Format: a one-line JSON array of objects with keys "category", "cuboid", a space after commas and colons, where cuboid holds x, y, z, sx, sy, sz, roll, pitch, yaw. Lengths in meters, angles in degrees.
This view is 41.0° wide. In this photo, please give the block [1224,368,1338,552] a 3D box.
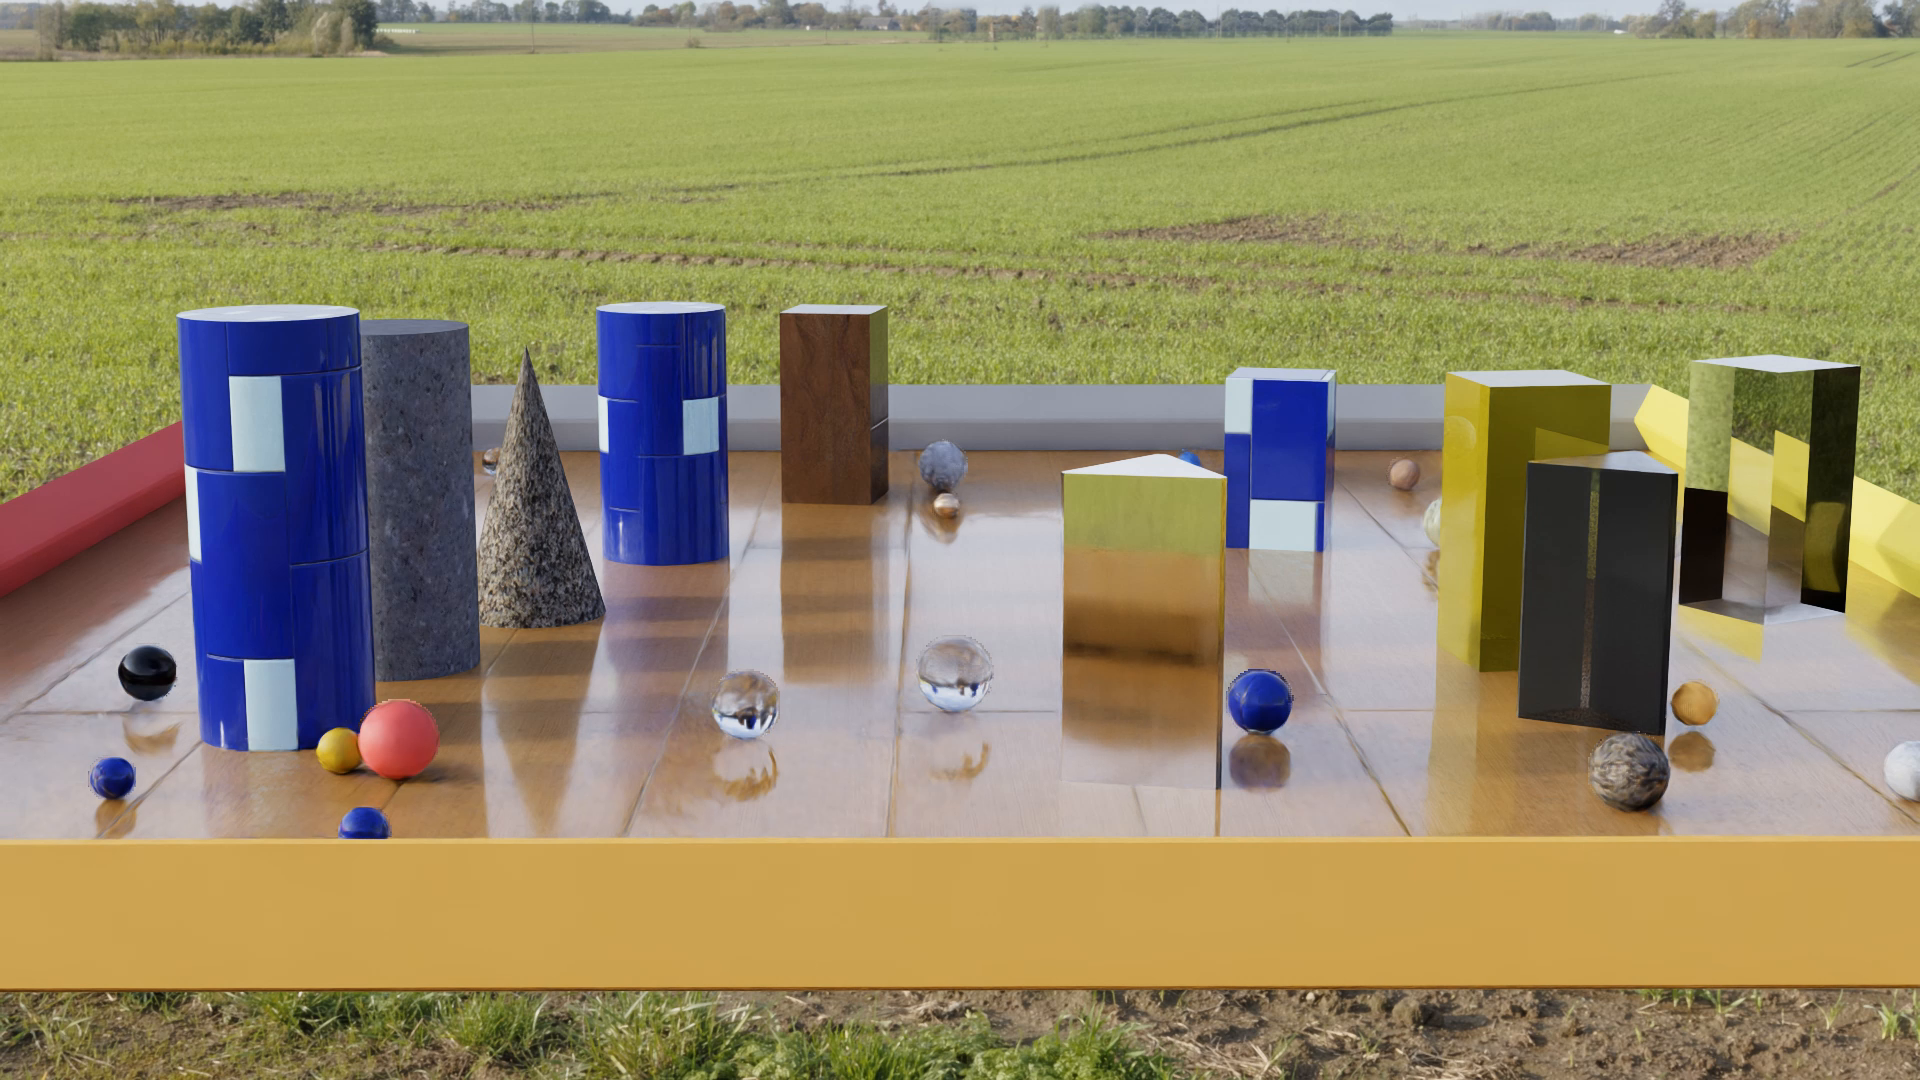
[{"category": "block", "cuboid": [0.491, -0.126, 3.935, 0.152, 0.258, 0.152, 3, 11, 13]}]

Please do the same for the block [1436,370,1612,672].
[{"category": "block", "cuboid": [0.691, -0.027, 3.159, 0.152, 0.347, 0.152, -2, 11, -9]}]

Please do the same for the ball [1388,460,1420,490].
[{"category": "ball", "cuboid": [0.766, -0.112, 4.421, 0.053, 0.053, 0.053, 0, 11, 0]}]

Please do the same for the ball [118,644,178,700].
[{"category": "ball", "cuboid": [-0.938, 0.153, 2.963, 0.065, 0.065, 0.065, 0, 11, 0]}]

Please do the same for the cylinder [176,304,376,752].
[{"category": "cylinder", "cuboid": [-0.742, -0.017, 2.796, 0.190, 0.461, 0.190, 0, 11, 0]}]

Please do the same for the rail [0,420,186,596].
[{"category": "rail", "cuboid": [-1.301, 0.033, 3.442, 0.045, 0.124, 2.891, 0, 11, 0]}]

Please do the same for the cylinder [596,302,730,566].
[{"category": "cylinder", "cuboid": [-0.441, -0.162, 3.821, 0.190, 0.370, 0.190, 0, 11, 0]}]

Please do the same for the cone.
[{"category": "cone", "cuboid": [-0.570, -0.080, 3.405, 0.190, 0.362, 0.190, 0, 11, 0]}]

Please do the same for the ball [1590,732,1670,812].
[{"category": "ball", "cuboid": [0.659, 0.229, 2.525, 0.077, 0.077, 0.077, 0, 11, 0]}]

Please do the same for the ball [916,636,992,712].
[{"category": "ball", "cuboid": [-0.006, 0.153, 2.910, 0.086, 0.086, 0.086, 0, 11, 0]}]

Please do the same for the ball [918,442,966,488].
[{"category": "ball", "cuboid": [-0.030, -0.130, 4.436, 0.082, 0.082, 0.082, 0, 11, 0]}]

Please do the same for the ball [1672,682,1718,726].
[{"category": "ball", "cuboid": [0.812, 0.181, 2.836, 0.049, 0.049, 0.049, 0, 11, 0]}]

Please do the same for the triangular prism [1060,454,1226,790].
[{"category": "triangular prism", "cuboid": [0.197, 0.080, 2.661, 0.165, 0.320, 0.143, 2, 11, 12]}]

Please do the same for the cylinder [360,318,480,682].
[{"category": "cylinder", "cuboid": [-0.685, -0.052, 3.112, 0.190, 0.414, 0.190, 0, 11, 0]}]

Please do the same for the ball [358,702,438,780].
[{"category": "ball", "cuboid": [-0.578, 0.206, 2.639, 0.080, 0.080, 0.080, 0, 11, 0]}]

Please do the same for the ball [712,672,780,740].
[{"category": "ball", "cuboid": [-0.234, 0.180, 2.795, 0.073, 0.073, 0.073, 0, 11, 0]}]

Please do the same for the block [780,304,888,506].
[{"category": "block", "cuboid": [-0.211, -0.230, 4.329, 0.152, 0.319, 0.152, 2, 11, 10]}]

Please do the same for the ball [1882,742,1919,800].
[{"category": "ball", "cuboid": [0.953, 0.231, 2.563, 0.059, 0.059, 0.059, 0, 11, 0]}]

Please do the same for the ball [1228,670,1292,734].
[{"category": "ball", "cuboid": [0.329, 0.179, 2.814, 0.070, 0.070, 0.070, 0, 11, 0]}]

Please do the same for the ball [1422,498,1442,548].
[{"category": "ball", "cuboid": [0.741, -0.026, 3.880, 0.081, 0.081, 0.081, 0, 11, 0]}]

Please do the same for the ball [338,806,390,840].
[{"category": "ball", "cuboid": [-0.553, 0.271, 2.382, 0.047, 0.047, 0.047, 0, 11, 0]}]

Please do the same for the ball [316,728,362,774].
[{"category": "ball", "cuboid": [-0.641, 0.219, 2.657, 0.049, 0.049, 0.049, 0, 11, 0]}]

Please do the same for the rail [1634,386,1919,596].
[{"category": "rail", "cuboid": [1.301, 0.030, 3.457, 0.045, 0.124, 2.891, 0, 11, 0]}]

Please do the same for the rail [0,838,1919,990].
[{"category": "rail", "cuboid": [0.008, 0.292, 2.052, 2.649, 0.124, 0.045, 0, 11, 0]}]

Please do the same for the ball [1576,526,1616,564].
[{"category": "ball", "cuboid": [0.935, 0.007, 3.771, 0.057, 0.057, 0.057, 0, 11, 0]}]

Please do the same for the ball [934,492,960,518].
[{"category": "ball", "cuboid": [-0.022, -0.056, 4.149, 0.041, 0.041, 0.041, 0, 11, 0]}]

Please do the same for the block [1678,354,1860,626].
[{"category": "block", "cuboid": [1.082, -0.071, 3.434, 0.152, 0.333, 0.152, -6, 12, -29]}]

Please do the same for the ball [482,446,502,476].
[{"category": "ball", "cuboid": [-0.823, -0.139, 4.565, 0.054, 0.054, 0.054, 0, 11, 0]}]

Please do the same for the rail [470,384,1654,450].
[{"category": "rail", "cuboid": [-0.008, -0.228, 4.847, 2.649, 0.124, 0.045, 0, 11, 0]}]

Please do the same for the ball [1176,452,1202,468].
[{"category": "ball", "cuboid": [0.403, -0.131, 4.537, 0.048, 0.048, 0.048, 0, 11, 0]}]

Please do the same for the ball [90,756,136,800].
[{"category": "ball", "cuboid": [-0.848, 0.238, 2.568, 0.043, 0.043, 0.043, 0, 11, 0]}]

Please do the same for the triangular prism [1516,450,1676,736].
[{"category": "triangular prism", "cuboid": [0.735, 0.053, 2.887, 0.165, 0.291, 0.143, 6, 12, 30]}]
